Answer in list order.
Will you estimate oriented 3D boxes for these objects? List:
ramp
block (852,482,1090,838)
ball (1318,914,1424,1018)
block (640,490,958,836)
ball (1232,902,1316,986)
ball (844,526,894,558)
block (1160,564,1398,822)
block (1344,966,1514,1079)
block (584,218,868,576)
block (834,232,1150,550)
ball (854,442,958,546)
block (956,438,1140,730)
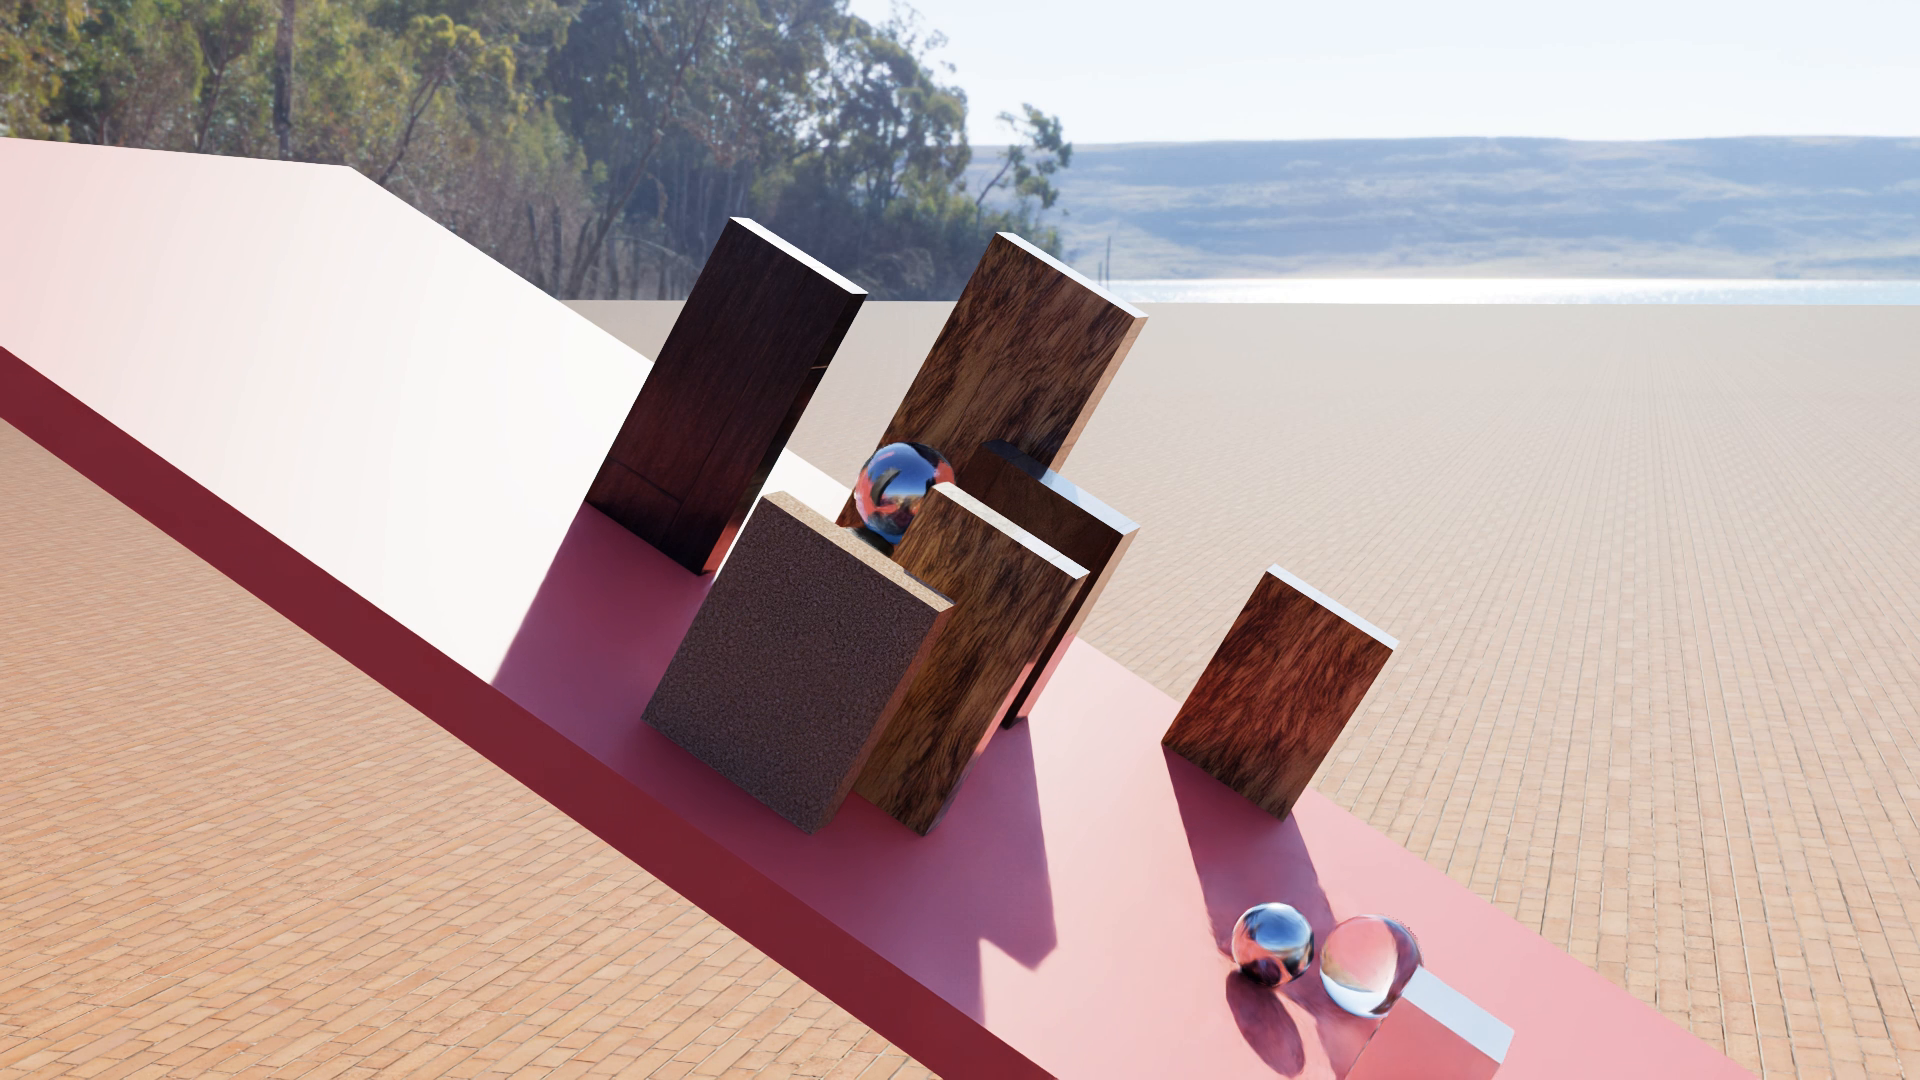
[{"bbox_3d":[-0.179,0.294,4.125,4.000,0.100,2.000,33,15,11],"label":"ramp"},{"bbox_3d":[-0.039,0.192,3.543,0.274,0.498,0.087,33,15,11],"label":"block"},{"bbox_3d":[0.711,0.737,3.802,0.177,0.177,0.177,0,7,0],"label":"ball"},{"bbox_3d":[-0.248,0.185,3.345,0.324,0.407,0.089,33,15,11],"label":"block"},{"bbox_3d":[0.528,0.681,3.710,0.140,0.140,0.140,0,7,0],"label":"ball"},{"bbox_3d":[-0.205,0.065,4.280,0.182,0.182,0.182,0,7,0],"label":"ball"},{"bbox_3d":[0.669,0.319,4.612,0.304,0.434,0.113,33,15,11],"label":"block"},{"bbox_3d":[0.756,0.835,3.548,0.182,0.182,0.182,34,15,15],"label":"block"},{"bbox_3d":[-0.439,-0.264,4.083,0.271,0.607,0.090,33,15,11],"label":"block"},{"bbox_3d":[0.038,-0.201,4.454,0.327,0.775,0.124,33,15,11],"label":"block"},{"bbox_3d":[-0.105,-0.091,4.337,0.206,0.206,0.206,0,7,0],"label":"ball"},{"bbox_3d":[0.085,0.083,4.254,0.326,0.446,0.148,33,15,11],"label":"block"}]
